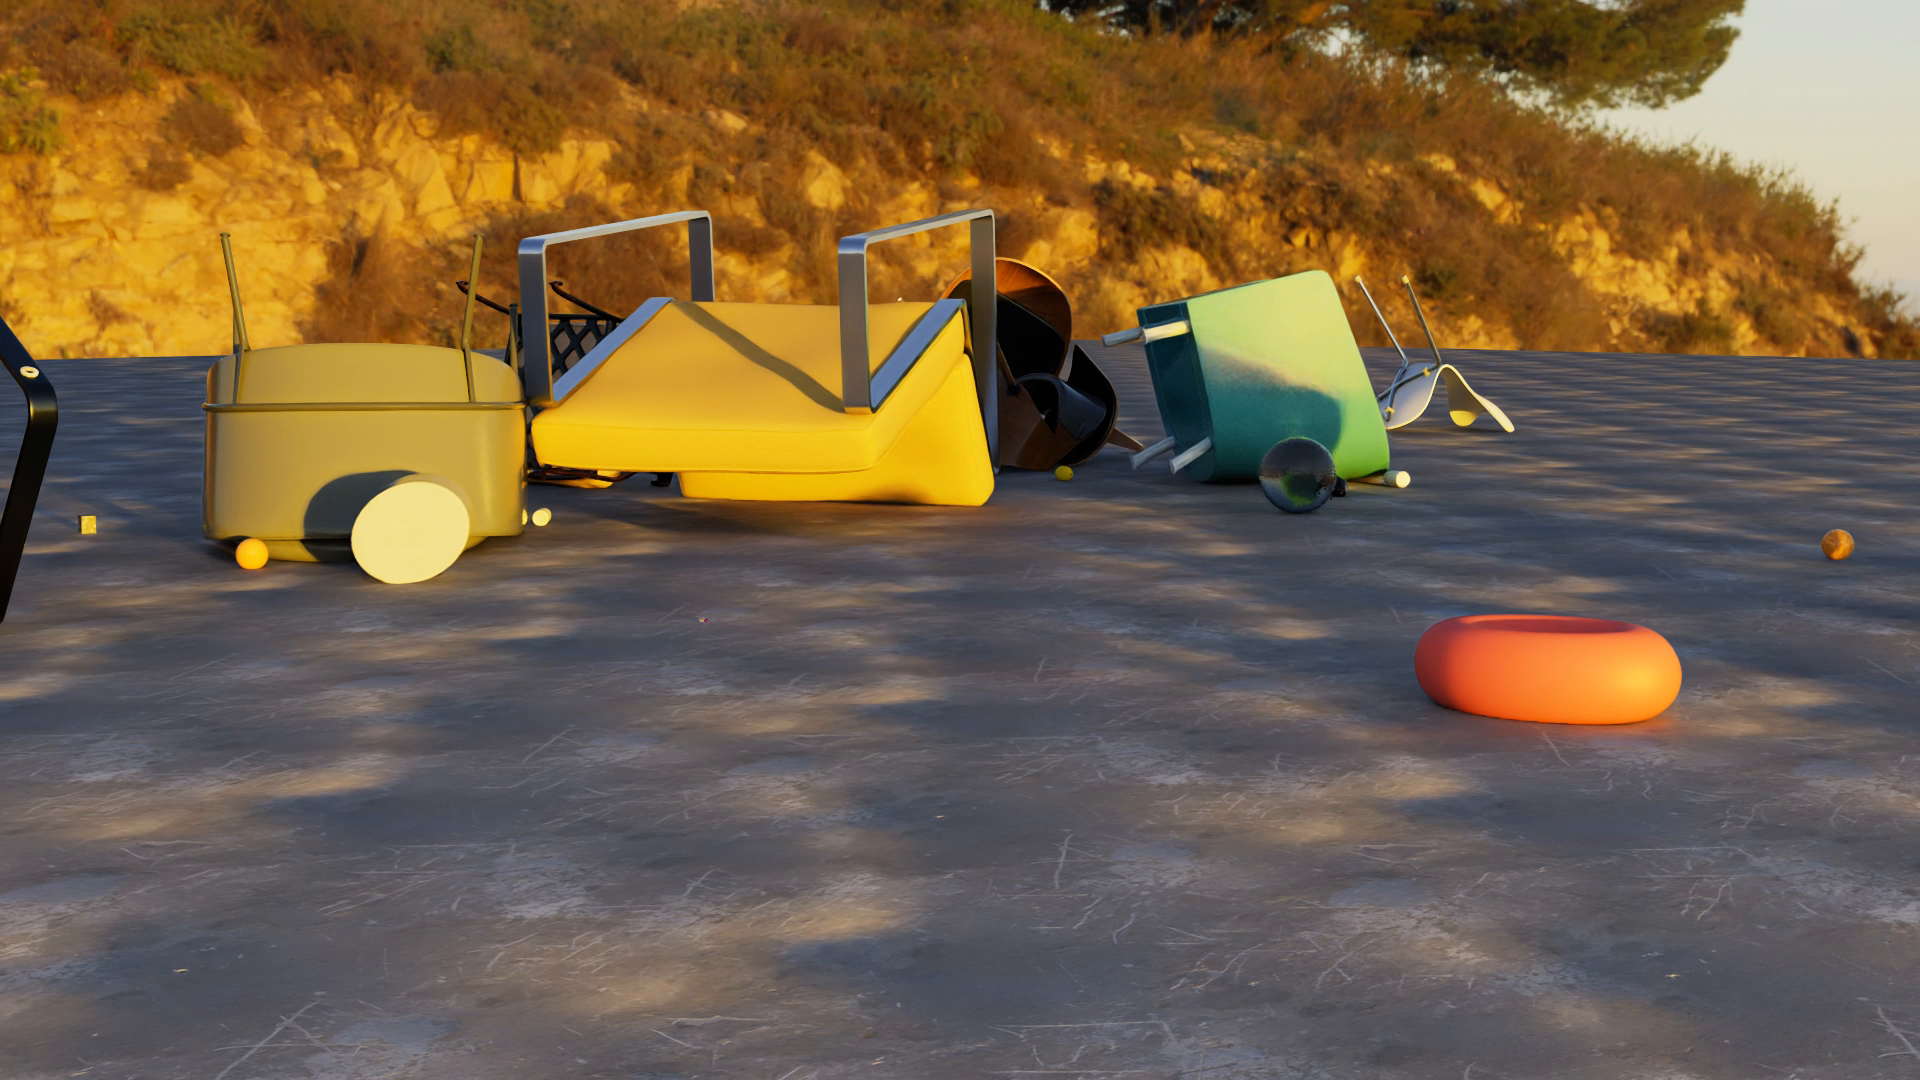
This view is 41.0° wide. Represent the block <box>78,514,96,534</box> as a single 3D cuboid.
[{"bbox_3d":[-2.243,-0.041,6.591,0.035,0.044,0.037,-4,7,-32],"label":"block"}]

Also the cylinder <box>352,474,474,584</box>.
[{"bbox_3d":[-1.196,-0.028,5.620,0.255,0.211,0.253,-24,9,-6],"label":"cylinder"}]

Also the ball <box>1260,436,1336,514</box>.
[{"bbox_3d":[0.938,-0.180,7.118,0.213,0.213,0.213,0,6,0],"label":"ball"}]

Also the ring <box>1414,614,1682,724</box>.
[{"bbox_3d":[0.884,0.193,3.880,0.421,0.136,0.250,3,8,38],"label":"ring"}]

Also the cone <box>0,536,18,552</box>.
[{"bbox_3d":[-2.358,-0.012,6.126,0.223,0.172,0.242,21,-14,-11],"label":"cone"}]
